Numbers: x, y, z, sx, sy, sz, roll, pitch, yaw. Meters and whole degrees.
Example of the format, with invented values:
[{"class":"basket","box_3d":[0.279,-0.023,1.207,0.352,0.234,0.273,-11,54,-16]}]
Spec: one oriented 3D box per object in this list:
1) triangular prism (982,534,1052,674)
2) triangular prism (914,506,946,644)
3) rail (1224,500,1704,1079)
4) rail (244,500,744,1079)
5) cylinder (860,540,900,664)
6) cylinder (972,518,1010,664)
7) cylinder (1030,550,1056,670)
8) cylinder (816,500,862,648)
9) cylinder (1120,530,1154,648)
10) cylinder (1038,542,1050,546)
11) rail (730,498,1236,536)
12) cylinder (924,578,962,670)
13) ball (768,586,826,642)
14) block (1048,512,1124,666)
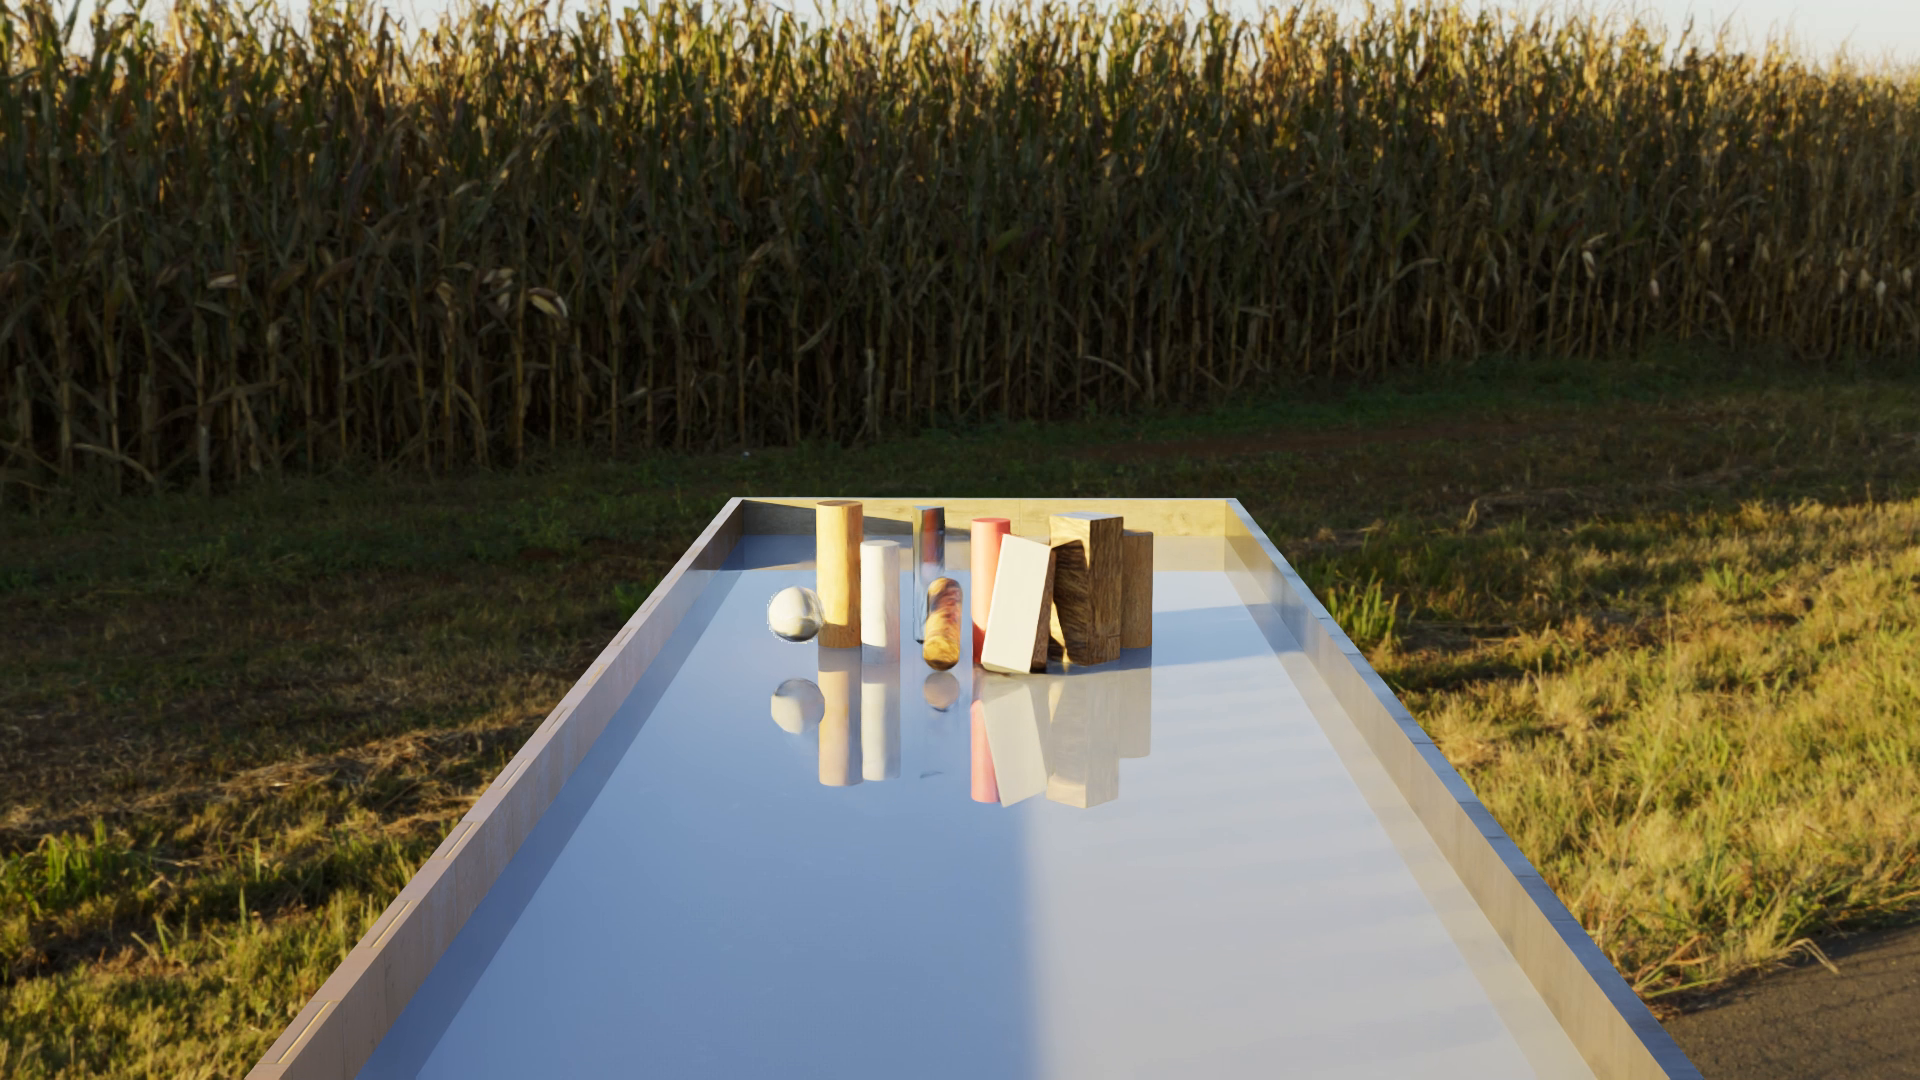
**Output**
[{"class":"triangular prism","box_3d":[0.142,0.197,6.515,0.153,0.387,0.133,16,-15,-20]},{"class":"triangular prism","box_3d":[-0.115,0.108,6.953,0.102,0.430,0.088,-9,12,-42]},{"class":"rail","box_3d":[1.046,0.843,3.208,0.050,0.150,12.000,0,9,1]},{"class":"rail","box_3d":[-1.004,0.839,3.234,0.050,0.150,12.000,0,9,1]},{"class":"cylinder","box_3d":[-0.241,0.189,6.665,0.118,0.361,0.118,0,9,0]},{"class":"cylinder","box_3d":[0.095,0.153,6.661,0.117,0.429,0.117,0,8,0]},{"class":"cylinder","box_3d":[0.219,0.203,6.576,0.112,0.348,0.112,6,-17,2]},{"class":"cylinder","box_3d":[-0.377,0.106,6.916,0.145,0.446,0.145,0,9,0]},{"class":"cylinder","box_3d":[0.533,0.152,6.920,0.148,0.354,0.148,0,9,0]},{"class":"cylinder","box_3d":[0.247,0.172,6.941,0.155,0.307,0.155,0,9,0]},{"class":"rail","box_3d":[0.099,-0.098,9.147,2.100,0.150,0.050,0,9,1]},{"class":"cylinder","box_3d":[-0.050,0.253,6.718,0.109,0.109,0.417,0,25,1]},{"class":"ball","box_3d":[-0.495,0.226,6.677,0.170,0.170,0.170,0,9,0]},{"class":"block","box_3d":[0.380,0.144,6.685,0.158,0.440,0.158,9,11,43]}]
